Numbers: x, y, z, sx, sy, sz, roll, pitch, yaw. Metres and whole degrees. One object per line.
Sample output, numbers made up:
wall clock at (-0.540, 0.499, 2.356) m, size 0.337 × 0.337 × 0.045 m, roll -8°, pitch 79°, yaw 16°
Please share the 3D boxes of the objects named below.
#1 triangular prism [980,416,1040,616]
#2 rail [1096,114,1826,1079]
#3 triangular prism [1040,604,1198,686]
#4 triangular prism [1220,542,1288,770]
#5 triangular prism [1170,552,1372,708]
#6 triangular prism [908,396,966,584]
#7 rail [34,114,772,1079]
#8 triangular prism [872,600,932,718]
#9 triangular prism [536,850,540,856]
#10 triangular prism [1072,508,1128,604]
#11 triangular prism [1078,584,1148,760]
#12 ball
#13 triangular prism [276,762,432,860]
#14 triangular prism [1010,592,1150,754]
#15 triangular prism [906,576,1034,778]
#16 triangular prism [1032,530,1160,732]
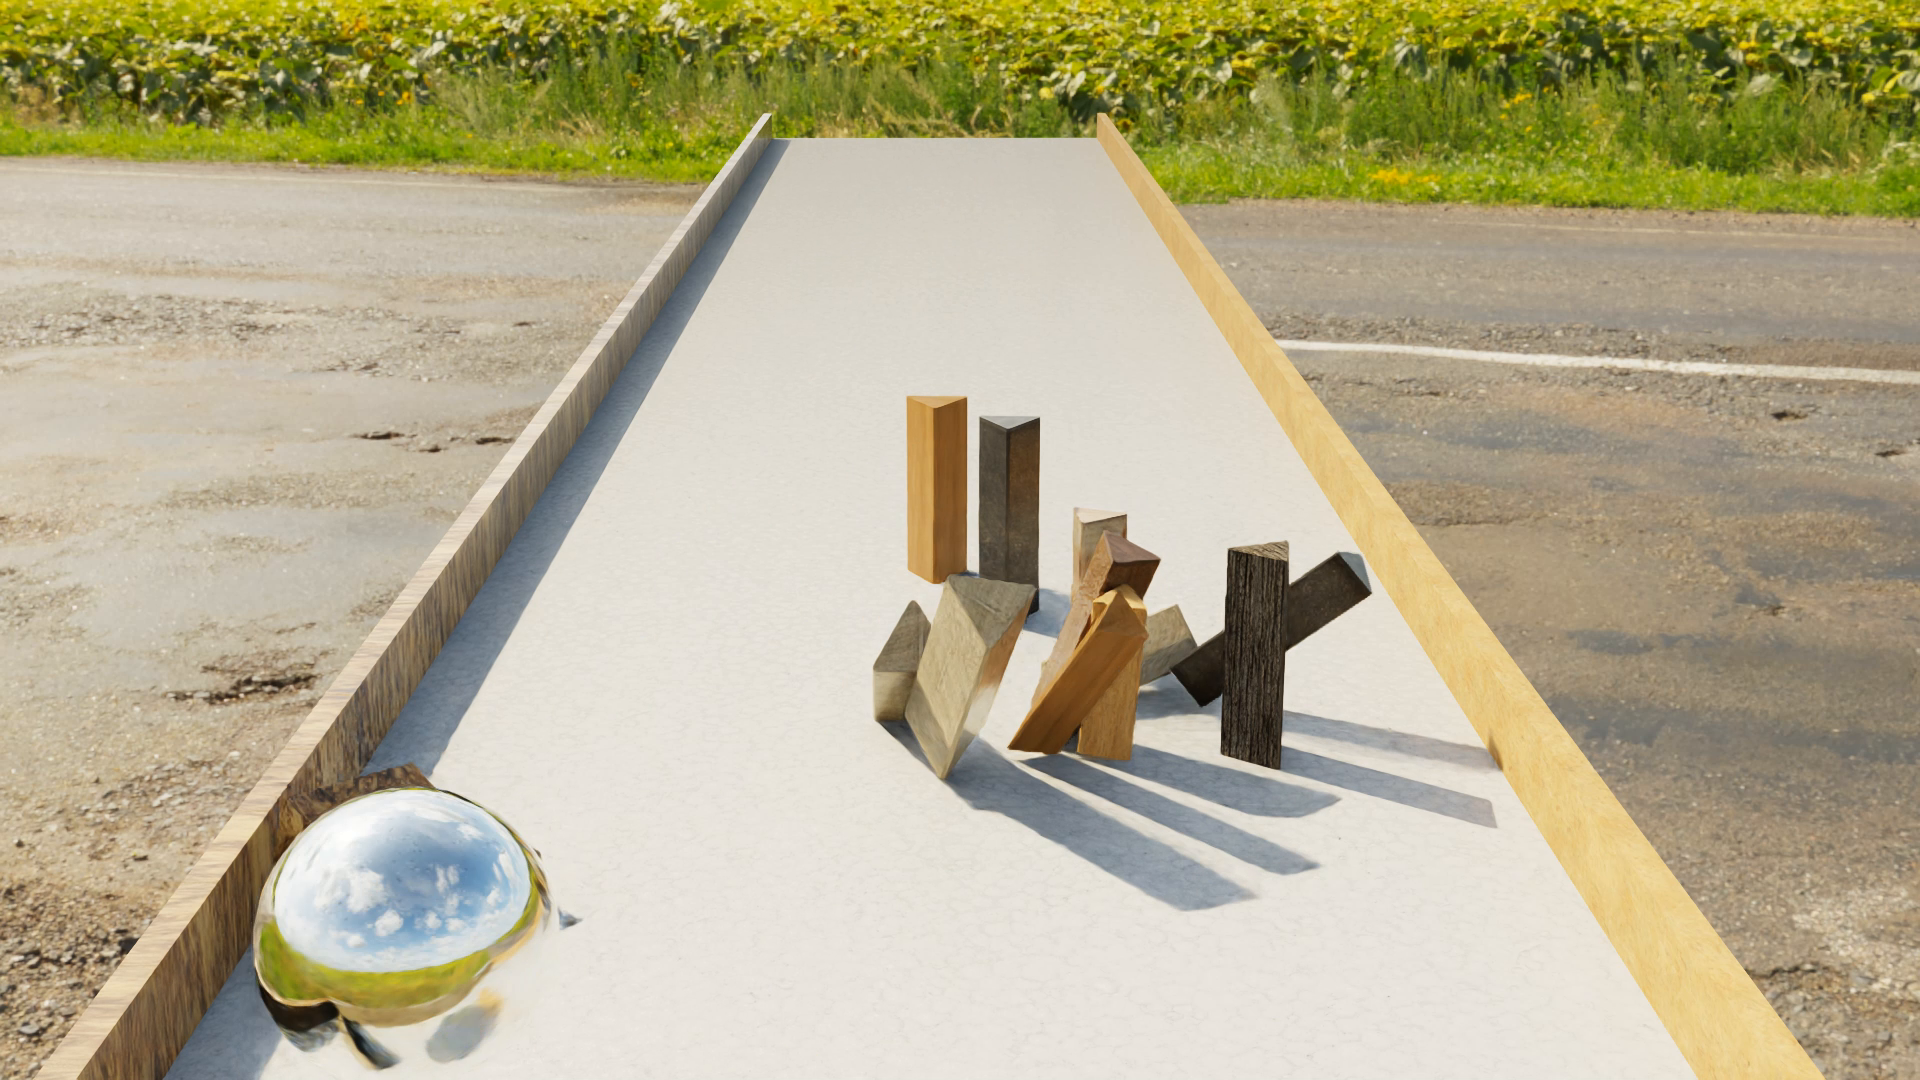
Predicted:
triangular prism at (0.087, -0.047, 4.637) m, size 0.108 × 0.426 × 0.125 m, roll 11°, pitch 20°, yaw 32°
rail at (0.932, -0.844, 7.801) m, size 0.050 × 0.150 × 12.000 m, roll 0°, pitch 17°, yaw -1°
triangular prism at (0.296, 0.220, 4.183) m, size 0.306 × 0.100 × 0.116 m, roll -22°, pitch 22°, yaw -23°
triangular prism at (0.545, 0.198, 3.888) m, size 0.121 × 0.384 × 0.105 m, roll 13°, pitch 21°, yaw 36°
triangular prism at (0.569, 0.152, 4.079) m, size 0.086 × 0.406 × 0.099 m, roll 34°, pitch 33°, yaw -31°
triangular prism at (-0.068, -0.118, 4.915) m, size 0.115 × 0.404 × 0.133 m, roll 10°, pitch 19°, yaw 30°
rail at (-1.118, -0.838, 7.780) m, size 0.050 × 0.150 × 12.000 m, roll 0°, pitch 17°, yaw -1°
triangular prism at (-0.085, 0.218, 3.953) m, size 0.143 × 0.123 × 0.349 m, roll -1°, pitch -19°, yaw -2°
triangular prism at (-0.807, 0.533, 3.215) m, size 0.424 × 0.095 × 0.082 m, roll -16°, pitch -14°, yaw -44°
triangular prism at (0.257, 0.091, 4.393) m, size 0.112 × 0.302 × 0.097 m, roll -12°, pitch 20°, yaw -35°
triangular prism at (0.273, 0.230, 3.881) m, size 0.094 × 0.308 × 0.081 m, roll 8°, pitch 27°, yaw 8°
ball at (-0.619, 0.445, 2.469) m, size 0.335 × 0.335 × 0.335 m, roll 0°, pitch 17°, yaw 0°
triangular prism at (-0.936, 0.426, 3.427) m, size 0.127 × 0.110 × 0.303 m, roll -19°, pitch -3°, yaw 24°
triangular prism at (0.196, 0.231, 3.771) m, size 0.091 × 0.436 × 0.079 m, roll 8°, pitch 56°, yaw -17°
triangular prism at (-0.007, 0.214, 3.684) m, size 0.123 × 0.460 × 0.142 m, roll 32°, pitch 57°, yaw 10°
triangular prism at (0.221, 0.167, 3.951) m, size 0.111 × 0.384 × 0.097 m, roll -3°, pitch 36°, yaw -40°
